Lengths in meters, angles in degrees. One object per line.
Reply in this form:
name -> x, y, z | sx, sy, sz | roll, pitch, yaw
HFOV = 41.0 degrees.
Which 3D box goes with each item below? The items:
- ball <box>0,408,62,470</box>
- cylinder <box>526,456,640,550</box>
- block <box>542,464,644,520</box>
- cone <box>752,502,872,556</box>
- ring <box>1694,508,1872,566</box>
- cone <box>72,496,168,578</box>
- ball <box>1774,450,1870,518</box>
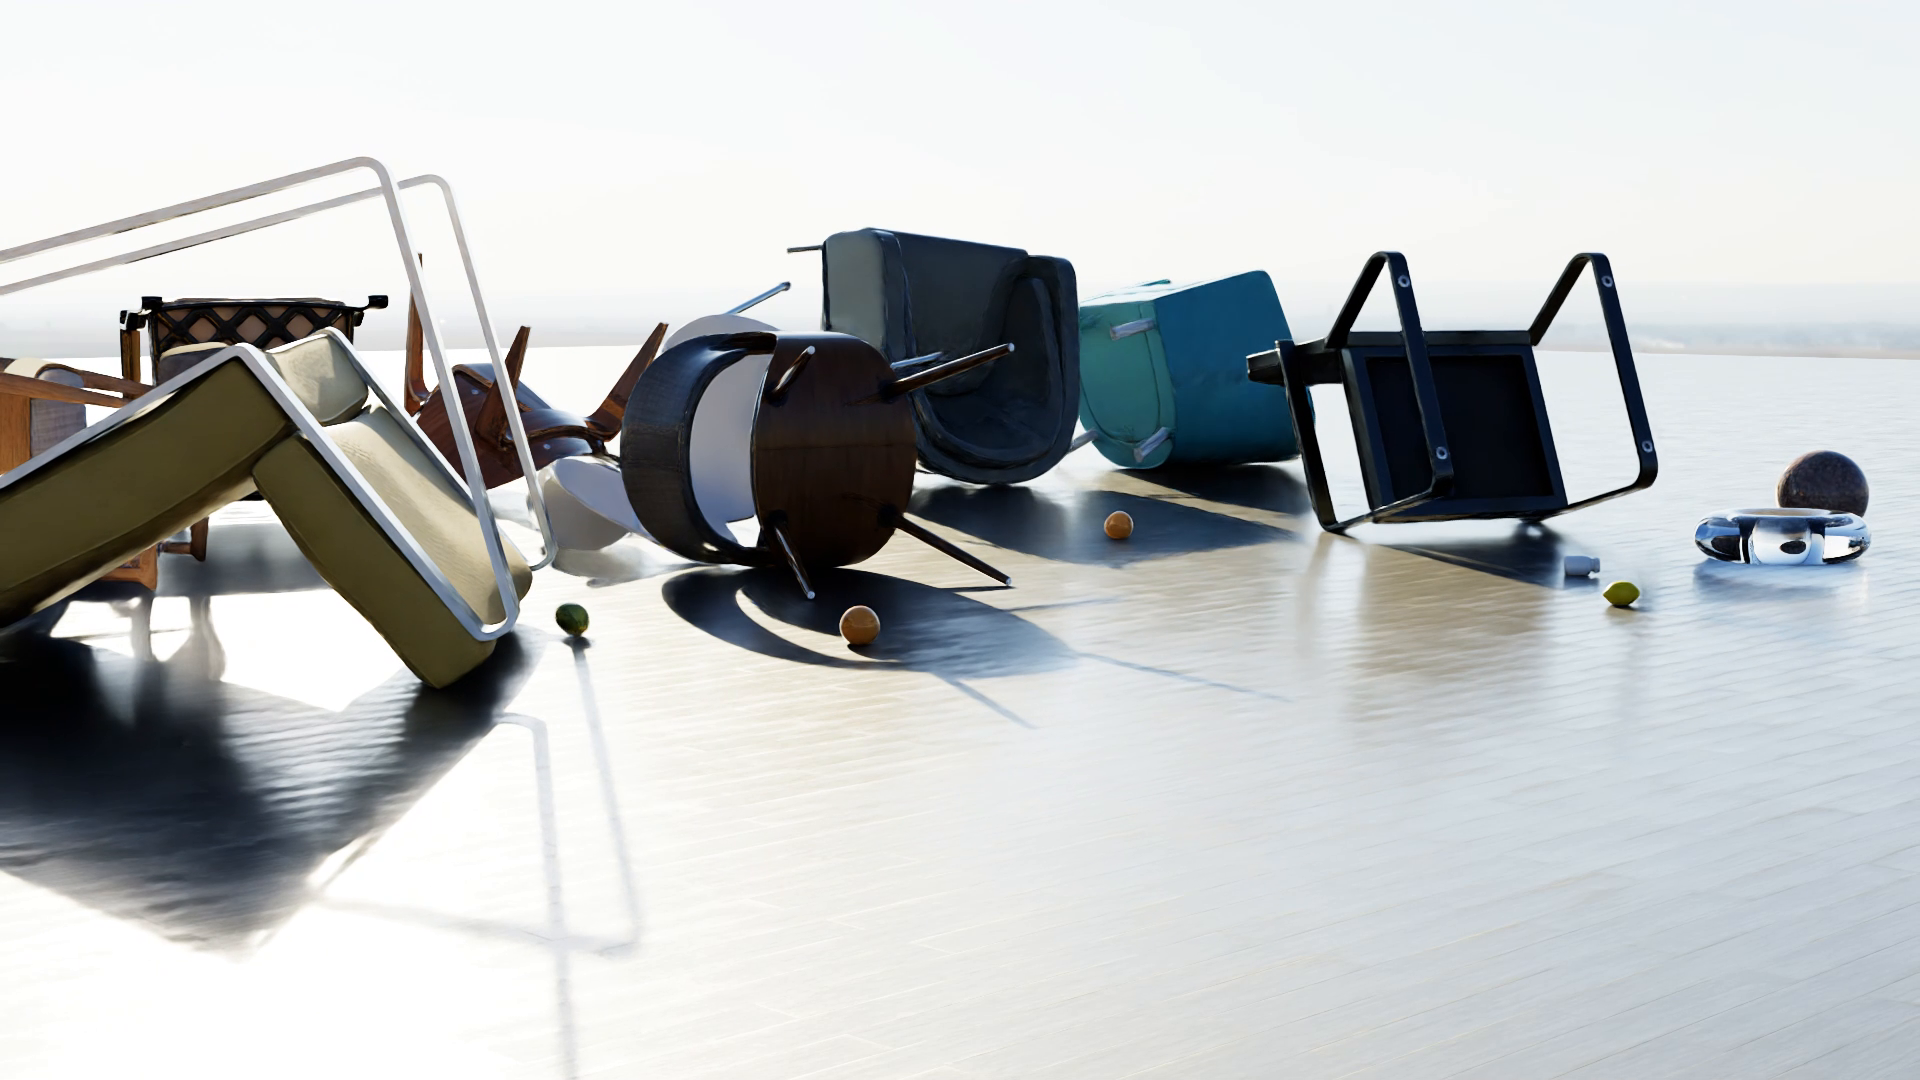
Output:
ball -> -3.155, -0.341, 8.684 | 0.213, 0.213, 0.213 | 0, 6, 0
cylinder -> -0.922, -0.092, 6.272 | 0.255, 0.211, 0.253 | -9, 8, -13
block -> -0.992, -0.126, 6.940 | 0.229, 0.143, 0.174 | -3, 7, -26
cone -> -0.343, 0.003, 6.090 | 0.277, 0.123, 0.297 | 12, 9, -5
ring -> 1.912, -0.010, 5.968 | 0.397, 0.113, 0.370 | 0, 5, 11
cone -> -1.918, 0.029, 5.706 | 0.223, 0.172, 0.242 | -25, 15, 38
ball -> 2.152, -0.113, 6.405 | 0.227, 0.227, 0.227 | 0, 6, 0
